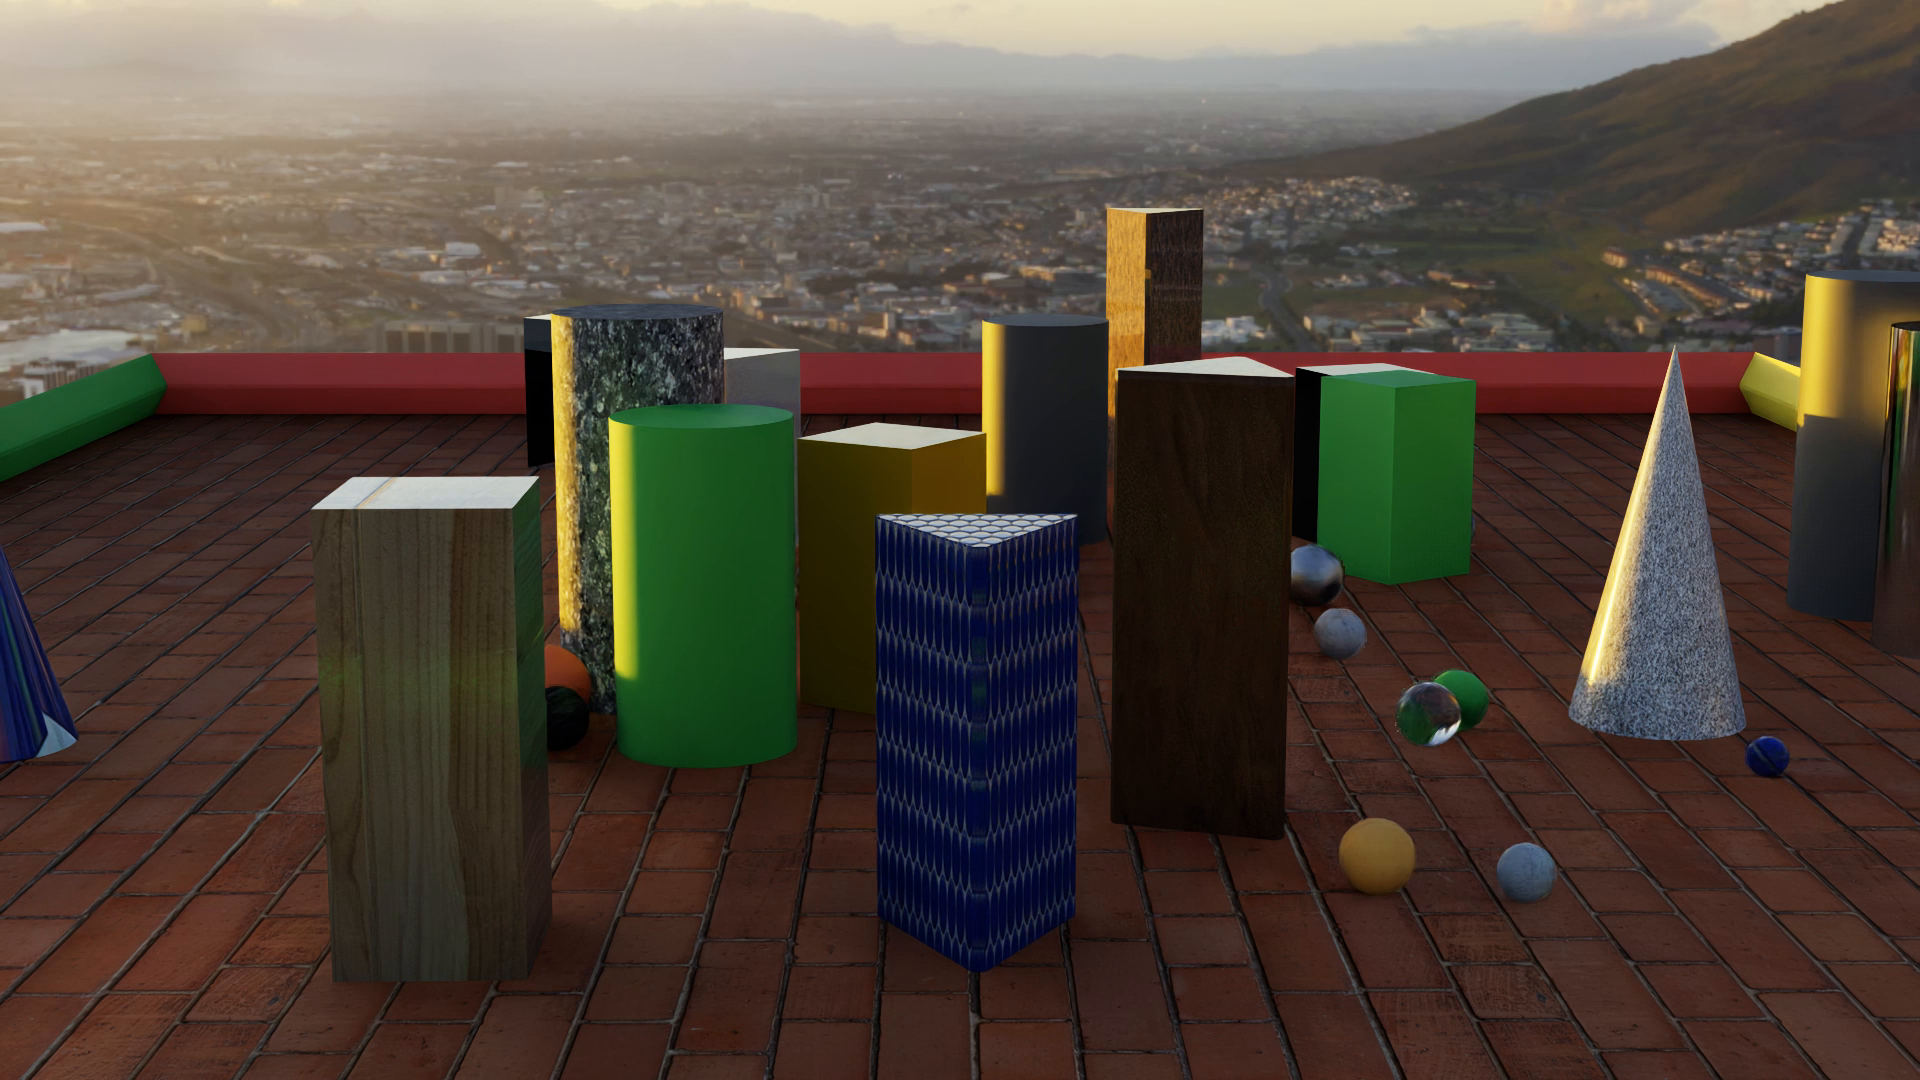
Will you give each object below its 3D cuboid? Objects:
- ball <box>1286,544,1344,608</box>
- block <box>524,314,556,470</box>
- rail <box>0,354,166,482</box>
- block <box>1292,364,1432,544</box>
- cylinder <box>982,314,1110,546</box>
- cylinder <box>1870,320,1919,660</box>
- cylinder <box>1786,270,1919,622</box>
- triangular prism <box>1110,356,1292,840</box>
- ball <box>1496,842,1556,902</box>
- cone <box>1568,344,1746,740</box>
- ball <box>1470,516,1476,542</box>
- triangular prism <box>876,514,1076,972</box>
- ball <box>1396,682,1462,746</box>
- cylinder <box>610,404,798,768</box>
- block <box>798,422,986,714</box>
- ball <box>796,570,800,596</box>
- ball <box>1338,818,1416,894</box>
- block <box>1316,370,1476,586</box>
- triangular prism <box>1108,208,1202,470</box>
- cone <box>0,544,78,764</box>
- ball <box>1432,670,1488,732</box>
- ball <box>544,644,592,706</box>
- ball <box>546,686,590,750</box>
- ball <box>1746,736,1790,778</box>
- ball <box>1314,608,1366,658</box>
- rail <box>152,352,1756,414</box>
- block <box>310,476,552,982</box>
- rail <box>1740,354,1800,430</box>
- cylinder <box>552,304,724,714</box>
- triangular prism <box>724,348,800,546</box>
[{"bbox_3d":[0.477,0.049,3.482,0.085,0.085,0.085,0,11,0],"label":"ball"},{"bbox_3d":[-0.684,-0.273,4.695,0.156,0.274,0.156,6,12,29],"label":"block"},{"bbox_3d":[-1.665,0.034,3.440,0.045,0.127,3.984,0,11,0],"label":"rail"},{"bbox_3d":[0.620,-0.129,3.949,0.156,0.264,0.156,-4,11,-21],"label":"block"},{"bbox_3d":[0.132,-0.172,3.980,0.195,0.338,0.195,0,11,0],"label":"cylinder"},{"bbox_3d":[1.254,-0.063,3.209,0.195,0.405,0.195,0,11,0],"label":"cylinder"},{"bbox_3d":[1.225,-0.130,3.444,0.195,0.449,0.195,0,11,0],"label":"cylinder"},{"bbox_3d":[0.251,0.050,2.496,0.169,0.443,0.146,4,11,20],"label":"triangular prism"},{"bbox_3d":[0.499,0.293,2.258,0.052,0.052,0.052,0,11,0],"label":"ball"},{"bbox_3d":[0.786,-0.008,2.856,0.195,0.425,0.195,0,11,0],"label":"cone"},{"bbox_3d":[0.727,-0.019,3.840,0.088,0.088,0.088,0,11,0],"label":"ball"},{"bbox_3d":[0.036,0.158,2.160,0.146,0.352,0.169,-6,12,-30],"label":"triangular prism"},{"bbox_3d":[0.506,0.188,2.772,0.070,0.070,0.070,0,11,0],"label":"ball"},{"bbox_3d":[-0.274,0.045,2.750,0.195,0.359,0.195,0,11,0],"label":"cylinder"},{"bbox_3d":[-0.077,0.032,2.960,0.156,0.308,0.156,7,12,32],"label":"block"},{"bbox_3d":[-0.170,0.054,3.418,0.097,0.097,0.097,0,11,0],"label":"ball"},{"bbox_3d":[0.370,0.281,2.278,0.068,0.068,0.068,0,11,0],"label":"ball"},{"bbox_3d":[0.630,-0.094,3.713,0.156,0.281,0.156,-7,13,-33],"label":"block"},{"bbox_3d":[0.323,-0.356,4.602,0.146,0.471,0.169,8,13,38],"label":"triangular prism"},{"bbox_3d":[-1.060,0.064,2.758,0.195,0.319,0.195,0,11,0],"label":"cone"},{"bbox_3d":[0.549,0.177,2.835,0.068,0.068,0.068,0,11,0],"label":"ball"},{"bbox_3d":[-0.455,0.164,2.829,0.096,0.096,0.096,0,11,0],"label":"ball"},{"bbox_3d":[-0.433,0.191,2.755,0.069,0.069,0.069,0,11,0],"label":"ball"},{"bbox_3d":[0.835,0.224,2.652,0.043,0.043,0.043,0,11,0],"label":"ball"},{"bbox_3d":[0.470,0.115,3.180,0.064,0.064,0.064,0,11,0],"label":"ball"},{"bbox_3d":[-0.011,-0.327,5.384,3.378,0.127,0.045,0,11,0],"label":"rail"},{"bbox_3d":[-0.428,0.151,2.106,0.156,0.386,0.156,0,11,-1],"label":"block"},{"bbox_3d":[1.665,0.031,3.458,0.045,0.127,3.984,0,11,0],"label":"rail"},{"bbox_3d":[-0.367,-0.040,2.960,0.195,0.449,0.195,0,11,0],"label":"cylinder"},{"bbox_3d":[-0.353,-0.137,3.894,0.146,0.300,0.169,8,13,38],"label":"triangular prism"}]
